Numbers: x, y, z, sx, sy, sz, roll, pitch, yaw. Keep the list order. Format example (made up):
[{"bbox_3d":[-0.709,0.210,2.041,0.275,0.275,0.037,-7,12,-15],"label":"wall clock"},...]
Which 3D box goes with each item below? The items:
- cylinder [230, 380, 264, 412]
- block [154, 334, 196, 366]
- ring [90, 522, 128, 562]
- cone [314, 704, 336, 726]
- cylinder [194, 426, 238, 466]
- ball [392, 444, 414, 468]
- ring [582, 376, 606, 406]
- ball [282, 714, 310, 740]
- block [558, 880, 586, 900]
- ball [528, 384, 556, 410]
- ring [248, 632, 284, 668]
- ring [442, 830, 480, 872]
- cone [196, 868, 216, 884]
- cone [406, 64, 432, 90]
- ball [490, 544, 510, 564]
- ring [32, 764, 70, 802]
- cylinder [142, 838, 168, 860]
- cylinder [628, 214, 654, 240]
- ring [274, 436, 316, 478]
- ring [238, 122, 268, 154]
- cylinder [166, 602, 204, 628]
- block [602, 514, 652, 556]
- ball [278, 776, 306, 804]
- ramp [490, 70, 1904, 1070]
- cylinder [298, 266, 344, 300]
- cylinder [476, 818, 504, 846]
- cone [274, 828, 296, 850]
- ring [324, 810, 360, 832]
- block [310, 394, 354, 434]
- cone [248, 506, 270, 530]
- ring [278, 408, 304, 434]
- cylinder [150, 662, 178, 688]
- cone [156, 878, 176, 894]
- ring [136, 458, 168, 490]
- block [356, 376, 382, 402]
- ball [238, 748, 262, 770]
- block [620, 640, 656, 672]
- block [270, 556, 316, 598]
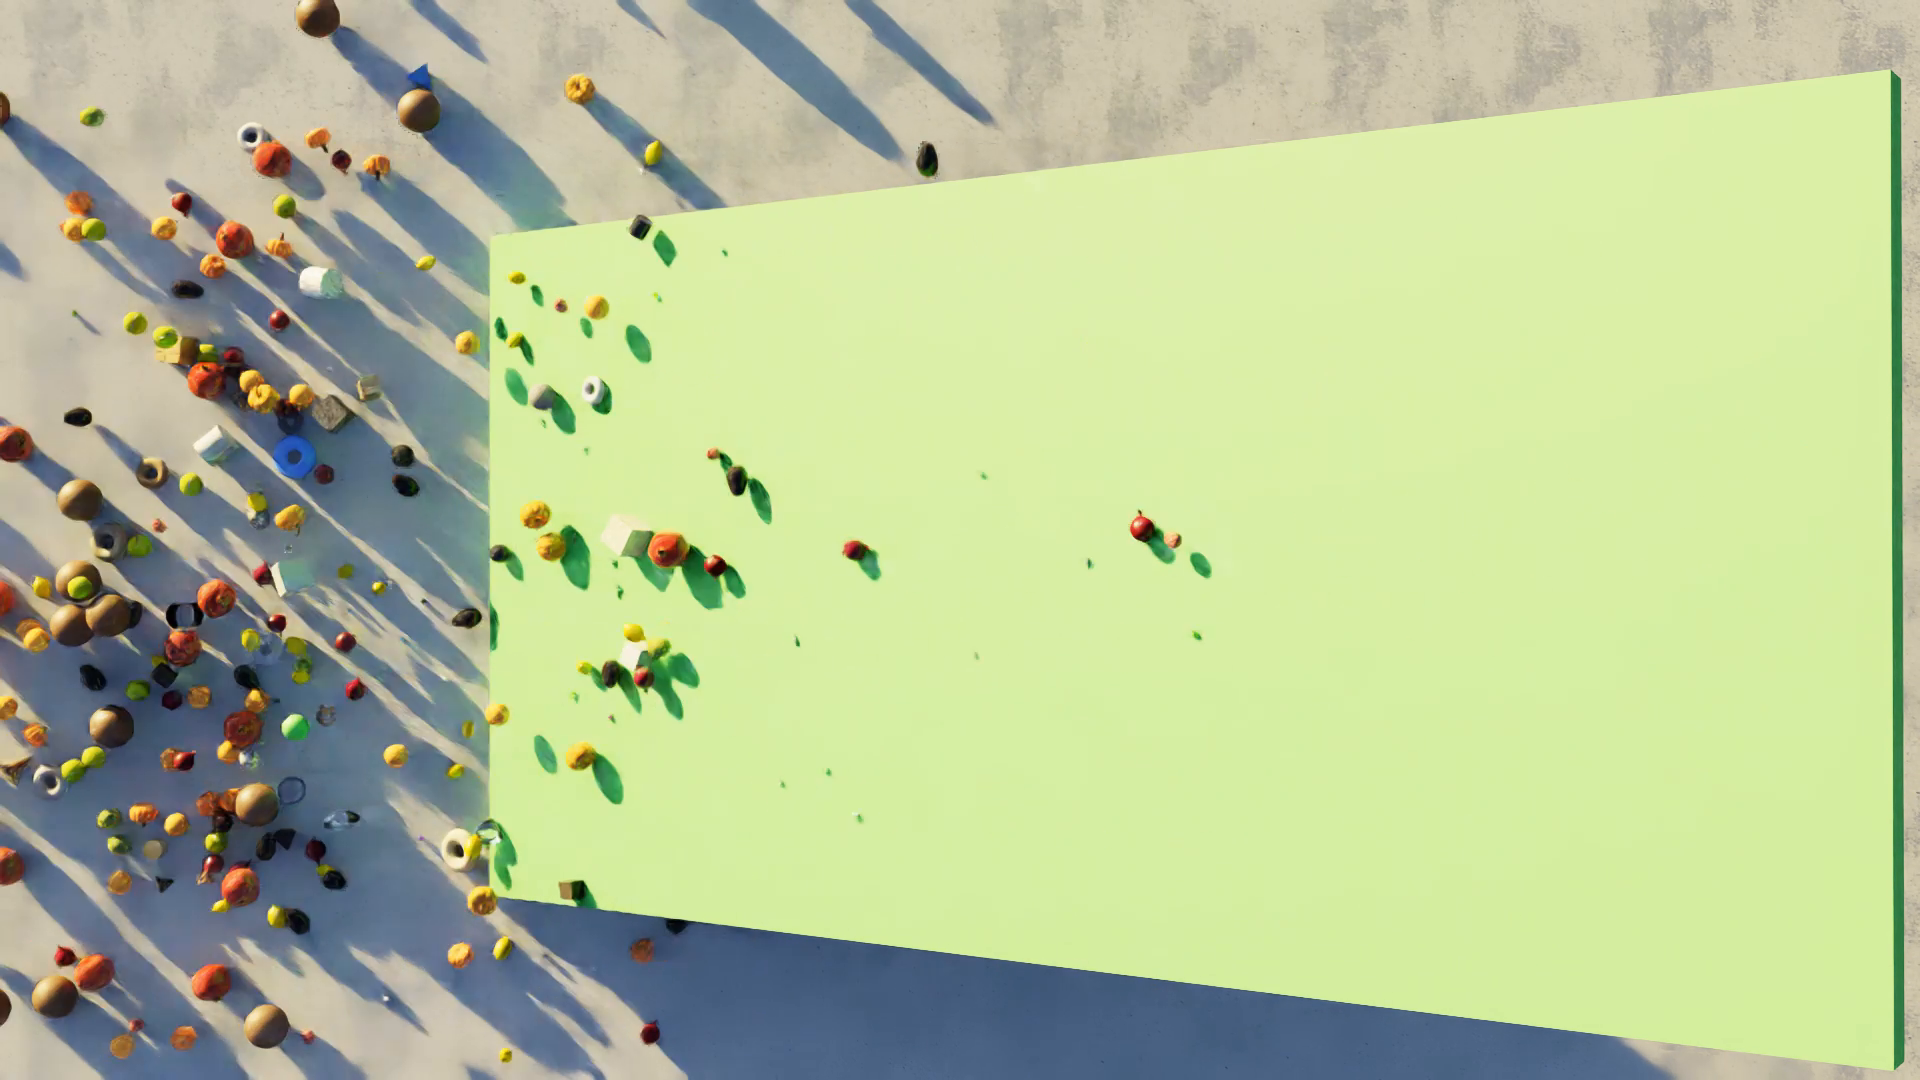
[{"bbox_3d":[-2.179,-0.439,6.720,0.073,0.073,0.073,-41,90,-3],"label":"cylinder"},{"bbox_3d":[-2.393,-0.580,6.708,0.082,0.082,0.082,7,90,14],"label":"block"},{"bbox_3d":[-2.600,0.007,6.725,0.123,0.041,0.123,-1,86,10],"label":"ring"},{"bbox_3d":[-1.947,0.537,6.716,0.067,0.067,0.067,0,90,0],"label":"cone"},{"bbox_3d":[-2.271,-0.287,6.711,0.090,0.090,0.090,-38,90,0],"label":"cylinder"},{"bbox_3d":[-1.703,-0.257,6.721,0.070,0.070,0.070,0,90,0],"label":"ball"},{"bbox_3d":[-1.068,-0.434,6.409,0.086,0.029,0.086,-2,87,38],"label":"ring"},{"bbox_3d":[-1.949,0.551,6.453,0.077,0.077,0.077,0,90,0],"label":"ball"},{"bbox_3d":[-1.135,1.022,6.430,0.052,0.052,0.052,-6,86,35],"label":"block"},{"bbox_3d":[-1.233,-0.422,6.491,0.081,0.081,0.081,0,90,0],"label":"ball"},{"bbox_3d":[-2.124,0.335,6.733,0.111,0.037,0.111,0,91,1],"label":"ring"},{"bbox_3d":[-1.522,0.948,6.703,0.136,0.045,0.136,3,96,30],"label":"ring"},{"bbox_3d":[-2.301,1.039,6.733,0.052,0.052,0.052,37,90,-26],"label":"cone"},{"bbox_3d":[-1.643,-1.408,6.739,0.077,0.077,0.077,-34,107,0],"label":"cone"},{"bbox_3d":[-1.382,0.039,6.604,0.060,0.060,0.060,0,90,0],"label":"ball"},{"bbox_3d":[-2.781,0.743,6.729,0.112,0.037,0.112,0,91,0],"label":"ring"},{"bbox_3d":[-2.456,0.943,6.717,0.059,0.059,0.059,0,90,0],"label":"cylinder"},{"bbox_3d":[-0.909,-0.891,6.262,0.053,0.053,0.053,35,111,0],"label":"cylinder"},{"bbox_3d":[-2.037,-0.254,6.733,0.134,0.045,0.134,0,89,1],"label":"ring"},{"bbox_3d":[-2.169,-1.234,6.748,0.094,0.031,0.094,0,91,1],"label":"ring"},{"bbox_3d":[-2.362,0.229,6.698,0.076,0.076,0.076,-1,89,34],"label":"cylinder"},{"bbox_3d":[-0.952,-0.014,6.290,0.088,0.088,0.088,37,110,29],"label":"block"},{"bbox_3d":[-2.038,0.763,6.706,0.083,0.083,0.083,0,90,0],"label":"ball"},{"bbox_3d":[0.246,0.068,5.573,4.000,0.100,2.000,0,89,35],"label":"ramp"},{"bbox_3d":[-1.943,-0.782,6.695,0.094,0.094,0.094,8,89,31],"label":"cylinder"},{"bbox_3d":[-1.415,0.881,6.619,0.060,0.060,0.060,-32,70,0],"label":"cylinder"},{"bbox_3d":[-2.062,0.927,6.731,0.066,0.066,0.066,3,121,0],"label":"cone"},{"bbox_3d":[-1.881,0.854,6.685,0.108,0.108,0.036,-16,66,0],"label":"ring"},{"bbox_3d":[-1.915,-0.384,6.715,0.082,0.082,0.082,-43,90,0],"label":"block"},{"bbox_3d":[-2.152,-0.067,6.719,0.071,0.071,0.071,0,90,0],"label":"cone"},{"bbox_3d":[-2.053,-0.363,6.743,0.078,0.026,0.078,0,90,0],"label":"ring"},{"bbox_3d":[-2.419,0.411,6.680,0.057,0.057,0.057,-45,116,0],"label":"cylinder"},{"bbox_3d":[-2.427,1.050,6.733,0.053,0.053,0.053,-14,90,-27],"label":"cone"},{"bbox_3d":[-2.474,-0.204,6.739,0.098,0.033,0.098,0,91,-1],"label":"ring"},{"bbox_3d":[-1.802,-0.461,6.710,0.057,0.057,0.057,-16,79,-24],"label":"block"},{"bbox_3d":[-2.167,0.667,6.712,0.067,0.067,0.067,0,90,0],"label":"ball"},{"bbox_3d":[-0.920,0.331,6.279,0.065,0.065,0.065,28,105,32],"label":"block"},{"bbox_3d":[-2.013,0.111,6.637,0.092,0.092,0.092,-17,87,-31],"label":"block"}]
